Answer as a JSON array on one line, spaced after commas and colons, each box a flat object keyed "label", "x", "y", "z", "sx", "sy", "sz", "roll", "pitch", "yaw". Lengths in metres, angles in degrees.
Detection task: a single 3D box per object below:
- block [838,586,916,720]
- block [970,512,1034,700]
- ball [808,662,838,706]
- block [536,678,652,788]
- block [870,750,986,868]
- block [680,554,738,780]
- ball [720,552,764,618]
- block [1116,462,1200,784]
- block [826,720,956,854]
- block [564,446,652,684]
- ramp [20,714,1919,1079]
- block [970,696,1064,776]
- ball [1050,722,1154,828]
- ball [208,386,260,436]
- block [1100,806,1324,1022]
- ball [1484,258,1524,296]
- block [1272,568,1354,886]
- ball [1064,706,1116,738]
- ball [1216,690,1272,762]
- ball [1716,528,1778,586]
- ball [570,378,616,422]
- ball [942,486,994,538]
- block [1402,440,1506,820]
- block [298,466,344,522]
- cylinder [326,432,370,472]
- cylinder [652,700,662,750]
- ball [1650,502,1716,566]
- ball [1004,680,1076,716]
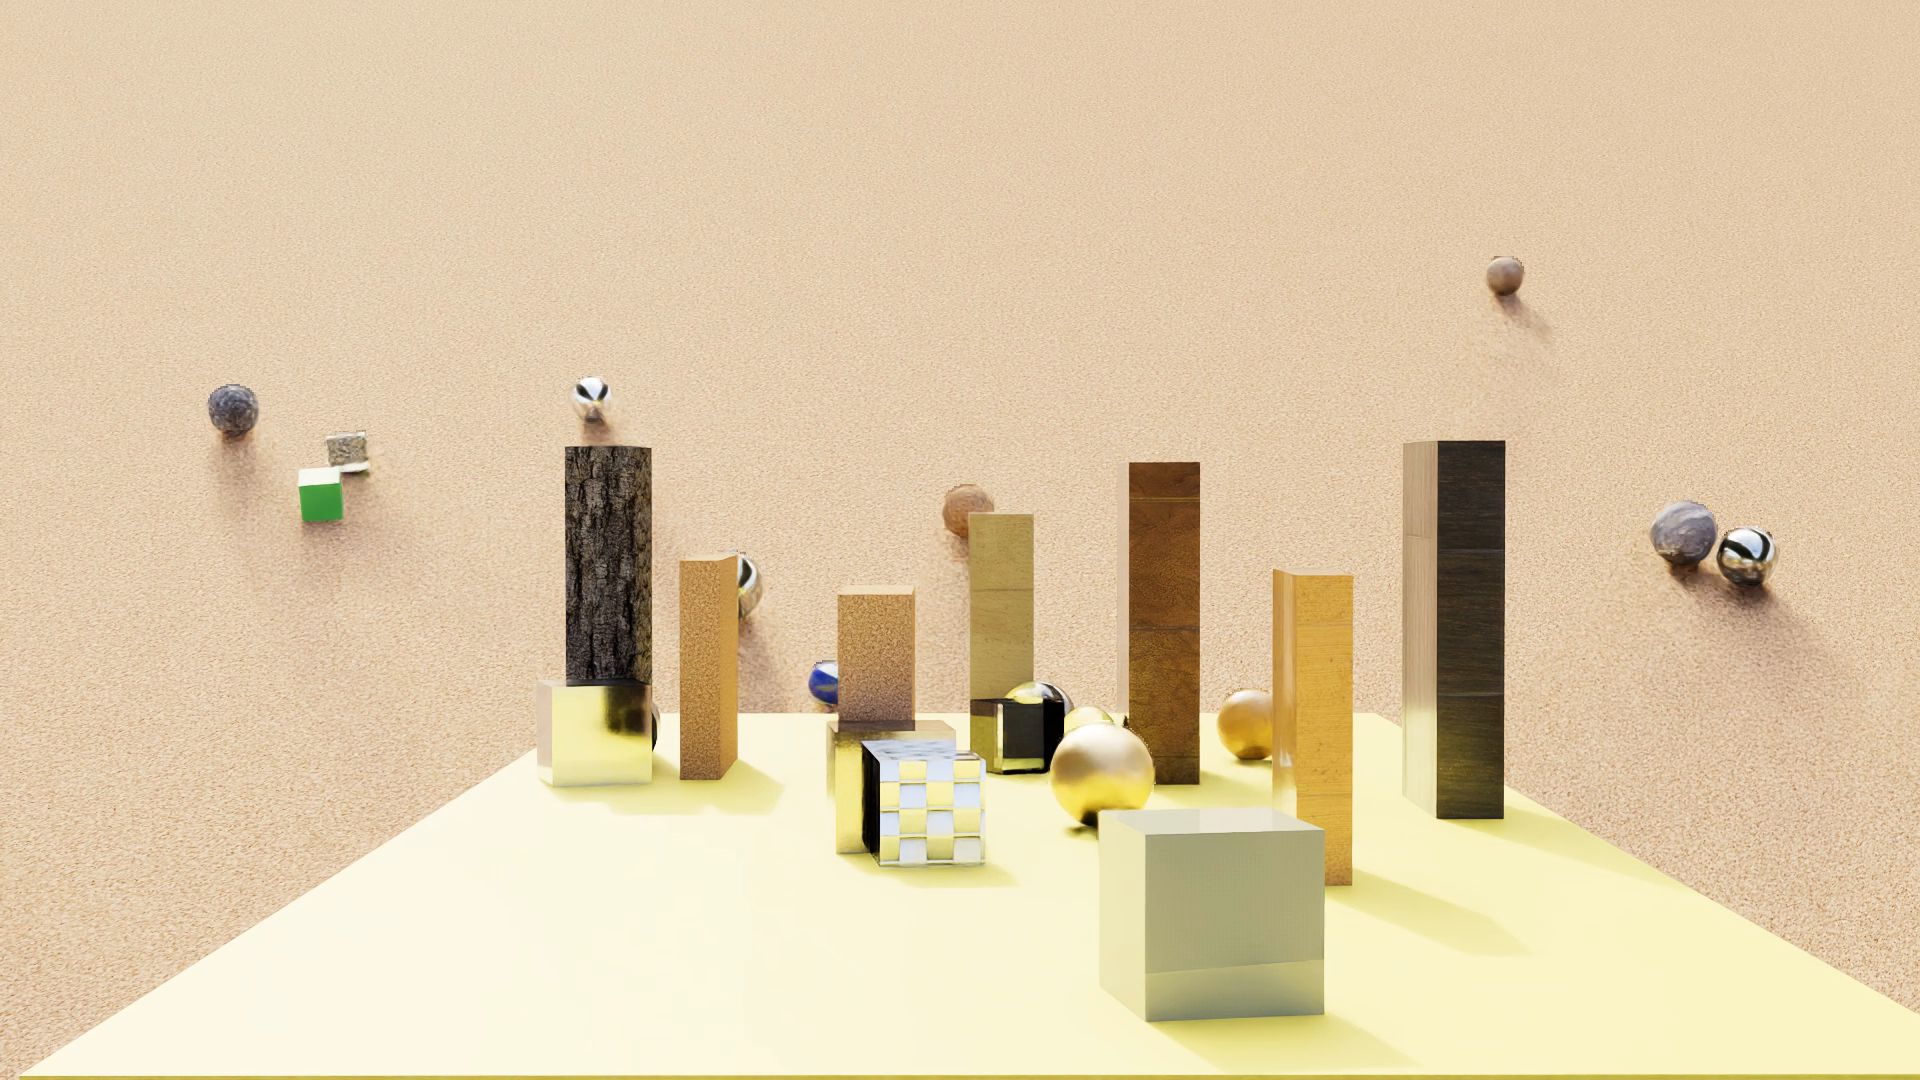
[{"label": "block", "x": -0.143, "y": 0.288, "z": 4.491, "sx": 0.123, "sy": 0.403, "sz": 0.377, "roll": 0, "pitch": 1, "yaw": 0}, {"label": "block", "x": 0.090, "y": 0.202, "z": 5.665, "sx": 0.137, "sy": 0.521, "sz": 0.247, "roll": 0, "pitch": 1, "yaw": 0}, {"label": "ball", "x": -0.343, "y": 0.377, "z": 6.780, "sx": 0.113, "sy": 0.113, "sz": 0.113, "roll": 0, "pitch": 26, "yaw": 0}, {"label": "block", "x": -0.725, "y": 0.379, "z": 5.101, "sx": 0.194, "sy": 0.194, "sz": 0.194, "roll": 0, "pitch": 1, "yaw": -18}, {"label": "block", "x": -0.052, "y": 0.419, "z": 4.032, "sx": 0.163, "sy": 0.163, "sz": 0.163, "roll": 0, "pitch": 1, "yaw": -7}, {"label": "block", "x": -0.516, "y": 0.253, "z": 5.316, "sx": 0.080, "sy": 0.435, "sz": 0.415, "roll": 0, "pitch": 1, "yaw": 0}, {"label": "ball", "x": -0.645, "y": 0.128, "z": 7.197, "sx": 0.191, "sy": 0.191, "sz": 0.191, "roll": 0, "pitch": 26, "yaw": 0}, {"label": "block", "x": 0.397, "y": 0.159, "z": 5.204, "sx": 0.138, "sy": 0.628, "sz": 0.373, "roll": 0, "pitch": 1, "yaw": 0}, {"label": "block", "x": -0.114, "y": 0.399, "z": 4.203, "sx": 0.194, "sy": 0.194, "sz": 0.194, "roll": 0, "pitch": 1, "yaw": -7}, {"label": "block", "x": -0.750, "y": 0.134, "z": 5.528, "sx": 0.147, "sy": 0.665, "sz": 0.285, "roll": 0, "pitch": 1, "yaw": 0}, {"label": "ramp", "x": 0.059, "y": 0.537, "z": 4.574, "sx": 2.000, "sy": 0.100, "sz": 4.000, "roll": 0, "pitch": 1, "yaw": 0}, {"label": "block", "x": 0.117, "y": 0.400, "z": 5.281, "sx": 0.143, "sy": 0.143, "sz": 0.143, "roll": -1, "pitch": 1, "yaw": -27}, {"label": "ball", "x": 0.243, "y": 0.402, "z": 4.412, "sx": 0.179, "sy": 0.179, "sz": 0.179, "roll": 0, "pitch": 26, "yaw": 0}, {"label": "ball", "x": -2.347, "y": -0.417, "z": 8.341, "sx": 0.160, "sy": 0.160, "sz": 0.160, "roll": 0, "pitch": 26, "yaw": 0}, {"label": "block", "x": 0.284, "y": 0.422, "z": 2.941, "sx": 0.206, "sy": 0.206, "sz": 0.206, "roll": 0, "pitch": 1, "yaw": -11}, {"label": "ball", "x": 1.999, "y": -0.969, "z": 9.483, "sx": 0.141, "sy": 0.141, "sz": 0.141, "roll": 0, "pitch": 26, "yaw": 0}, {"label": "block", "x": 0.533, "y": 0.275, "z": 3.912, "sx": 0.082, "sy": 0.454, "sz": 0.288, "roll": 0, "pitch": 1, "yaw": 0}, {"label": "ball", "x": 0.266, "y": 0.407, "z": 5.357, "sx": 0.125, "sy": 0.125, "sz": 0.125, "roll": 0, "pitch": 26, "yaw": 0}, {"label": "ball", "x": 0.618, "y": 0.392, "z": 5.453, "sx": 0.151, "sy": 0.151, "sz": 0.151, "roll": 0, "pitch": 26, "yaw": 0}, {"label": "ball", "x": 2.253, "y": 0.050, "z": 7.382, "sx": 0.169, "sy": 0.169, "sz": 0.169, "roll": 0, "pitch": 26, "yaw": 0}, {"label": "ball", "x": -1.202, "y": -0.458, "z": 8.439, "sx": 0.147, "sy": 0.147, "sz": 0.147, "roll": 0, "pitch": 26, "yaw": 0}, {"label": "ball", "x": 0.024, "y": -0.083, "z": 7.668, "sx": 0.154, "sy": 0.154, "sz": 0.154, "roll": 0, "pitch": 26, "yaw": 0}, {"label": "block", "x": 0.892, "y": 0.153, "z": 4.680, "sx": 0.119, "sy": 0.662, "sz": 0.349, "roll": 0, "pitch": 1, "yaw": 0}, {"label": "block", "x": -1.937, "y": -0.140, "z": 7.824, "sx": 0.119, "sy": 0.119, "sz": 0.119, "roll": -5, "pitch": 27, "yaw": -10}, {"label": "cylinder", "x": -1.921, "y": -0.274, "z": 8.096, "sx": 0.117, "sy": 0.117, "sz": 0.117, "roll": -6, "pitch": 27, "yaw": -13}, {"label": "cylinder", "x": -0.702, "y": 0.388, "z": 5.305, "sx": 0.167, "sy": 0.167, "sz": 0.167, "roll": -2, "pitch": 1, "yaw": -4}, {"label": "ball", "x": 2.104, "y": -0.018, "z": 7.503, "sx": 0.185, "sy": 0.185, "sz": 0.185, "roll": 0, "pitch": 26, "yaw": 0}, {"label": "ball", "x": 0.163, "y": 0.381, "z": 5.460, "sx": 0.171, "sy": 0.171, "sz": 0.171, "roll": 0, "pitch": 26, "yaw": 0}]
